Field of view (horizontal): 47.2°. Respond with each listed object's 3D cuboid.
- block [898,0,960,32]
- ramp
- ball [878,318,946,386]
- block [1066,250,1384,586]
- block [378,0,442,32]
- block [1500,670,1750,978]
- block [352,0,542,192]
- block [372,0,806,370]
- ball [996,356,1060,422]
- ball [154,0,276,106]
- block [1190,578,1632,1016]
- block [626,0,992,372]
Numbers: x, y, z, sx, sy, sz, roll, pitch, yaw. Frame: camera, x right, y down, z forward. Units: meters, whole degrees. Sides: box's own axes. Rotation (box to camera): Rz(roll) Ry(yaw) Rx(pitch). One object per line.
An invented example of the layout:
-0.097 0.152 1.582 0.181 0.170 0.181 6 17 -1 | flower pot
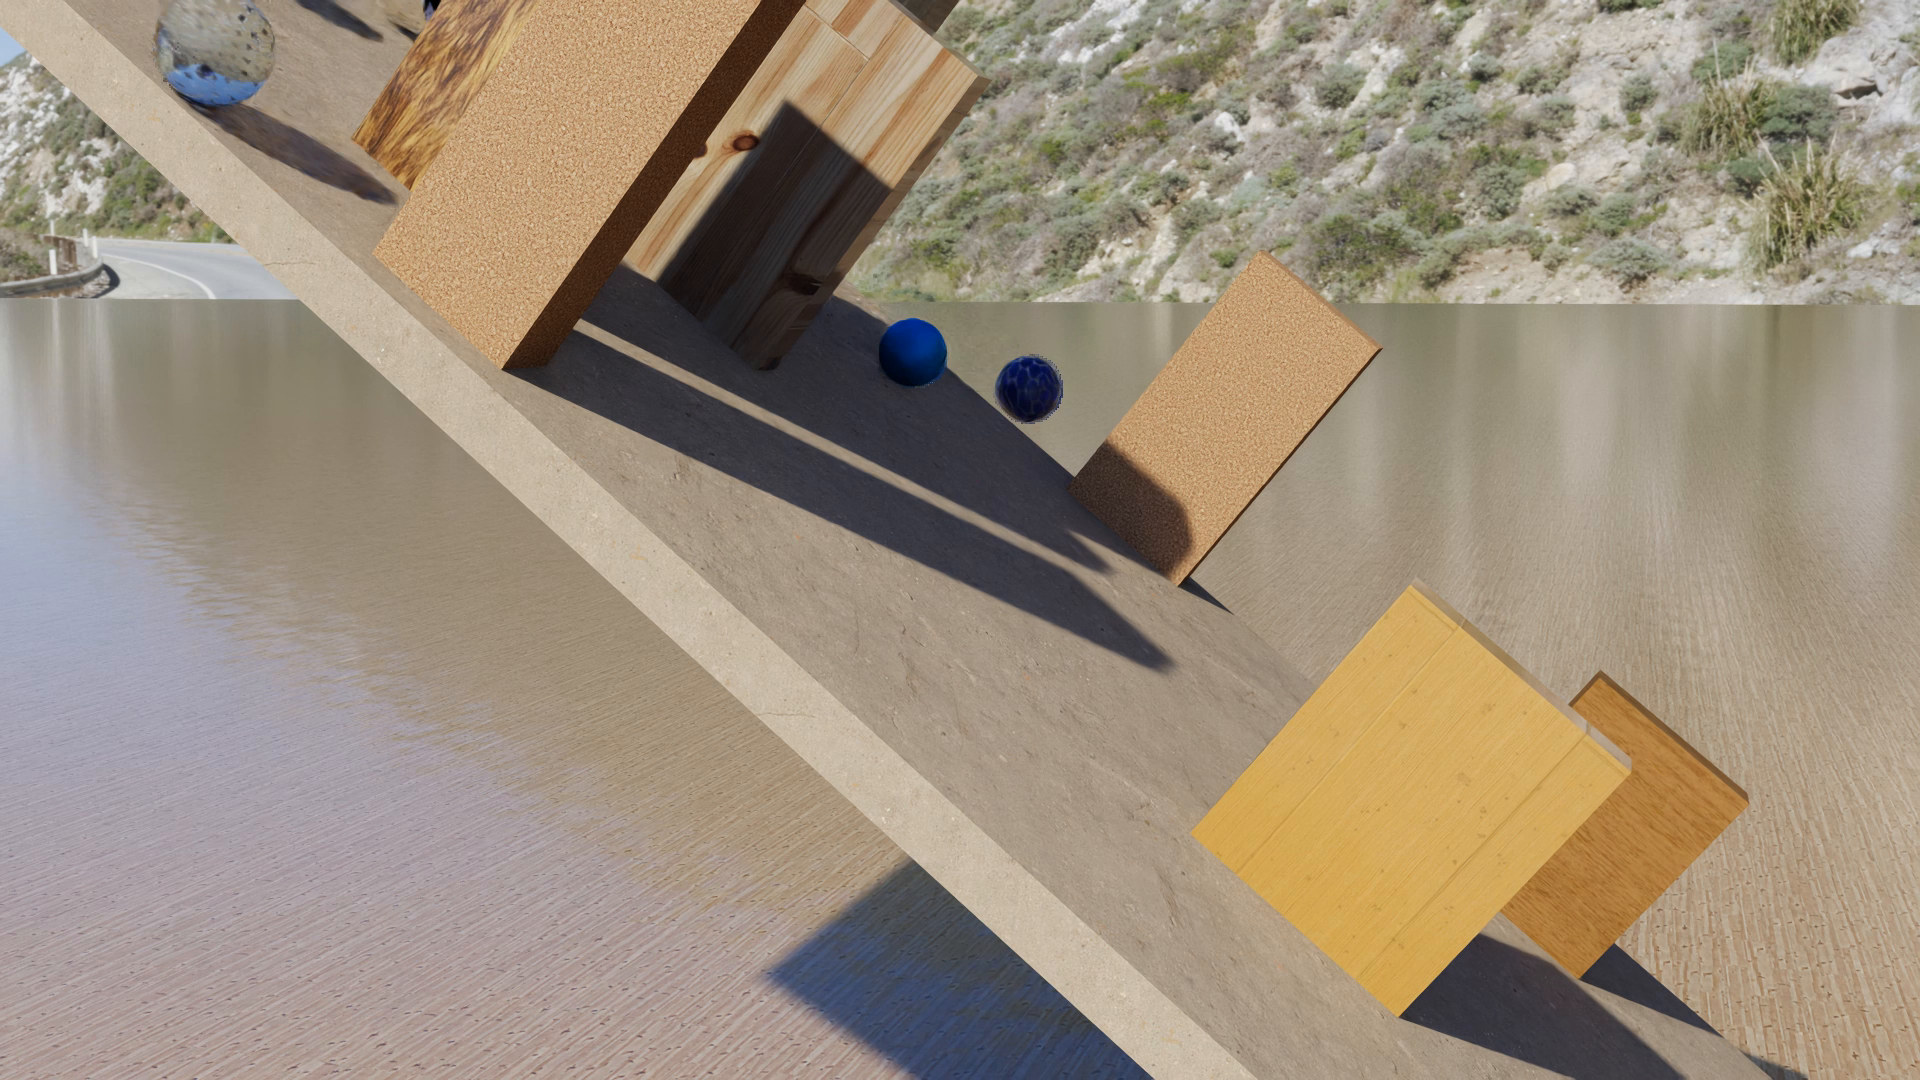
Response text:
-0.369 -0.899 4.349 0.375 0.730 0.108 41 16 9 | block
-0.008 0.057 4.044 4.000 0.100 2.000 41 16 9 | ramp
-0.100 -0.394 4.629 0.144 0.144 0.144 0 7 0 | ball
0.569 -0.262 4.776 0.327 0.669 0.107 41 16 9 | block
-1.032 -1.119 4.270 0.174 0.174 0.174 34 62 28 | block
1.243 0.562 4.344 0.365 0.483 0.095 41 16 9 | block
-0.633 -0.810 3.567 0.392 0.711 0.108 41 16 9 | block
-0.531 -0.628 3.226 0.271 0.749 0.141 41 16 9 | block
0.156 -0.348 5.063 0.151 0.151 0.151 0 7 0 | ball
-1.115 -0.738 3.293 0.175 0.175 0.175 0 7 0 | ball
0.711 0.408 3.496 0.435 0.541 0.097 41 16 9 | block
-0.309 -0.702 4.043 0.406 0.677 0.092 41 16 9 | block
